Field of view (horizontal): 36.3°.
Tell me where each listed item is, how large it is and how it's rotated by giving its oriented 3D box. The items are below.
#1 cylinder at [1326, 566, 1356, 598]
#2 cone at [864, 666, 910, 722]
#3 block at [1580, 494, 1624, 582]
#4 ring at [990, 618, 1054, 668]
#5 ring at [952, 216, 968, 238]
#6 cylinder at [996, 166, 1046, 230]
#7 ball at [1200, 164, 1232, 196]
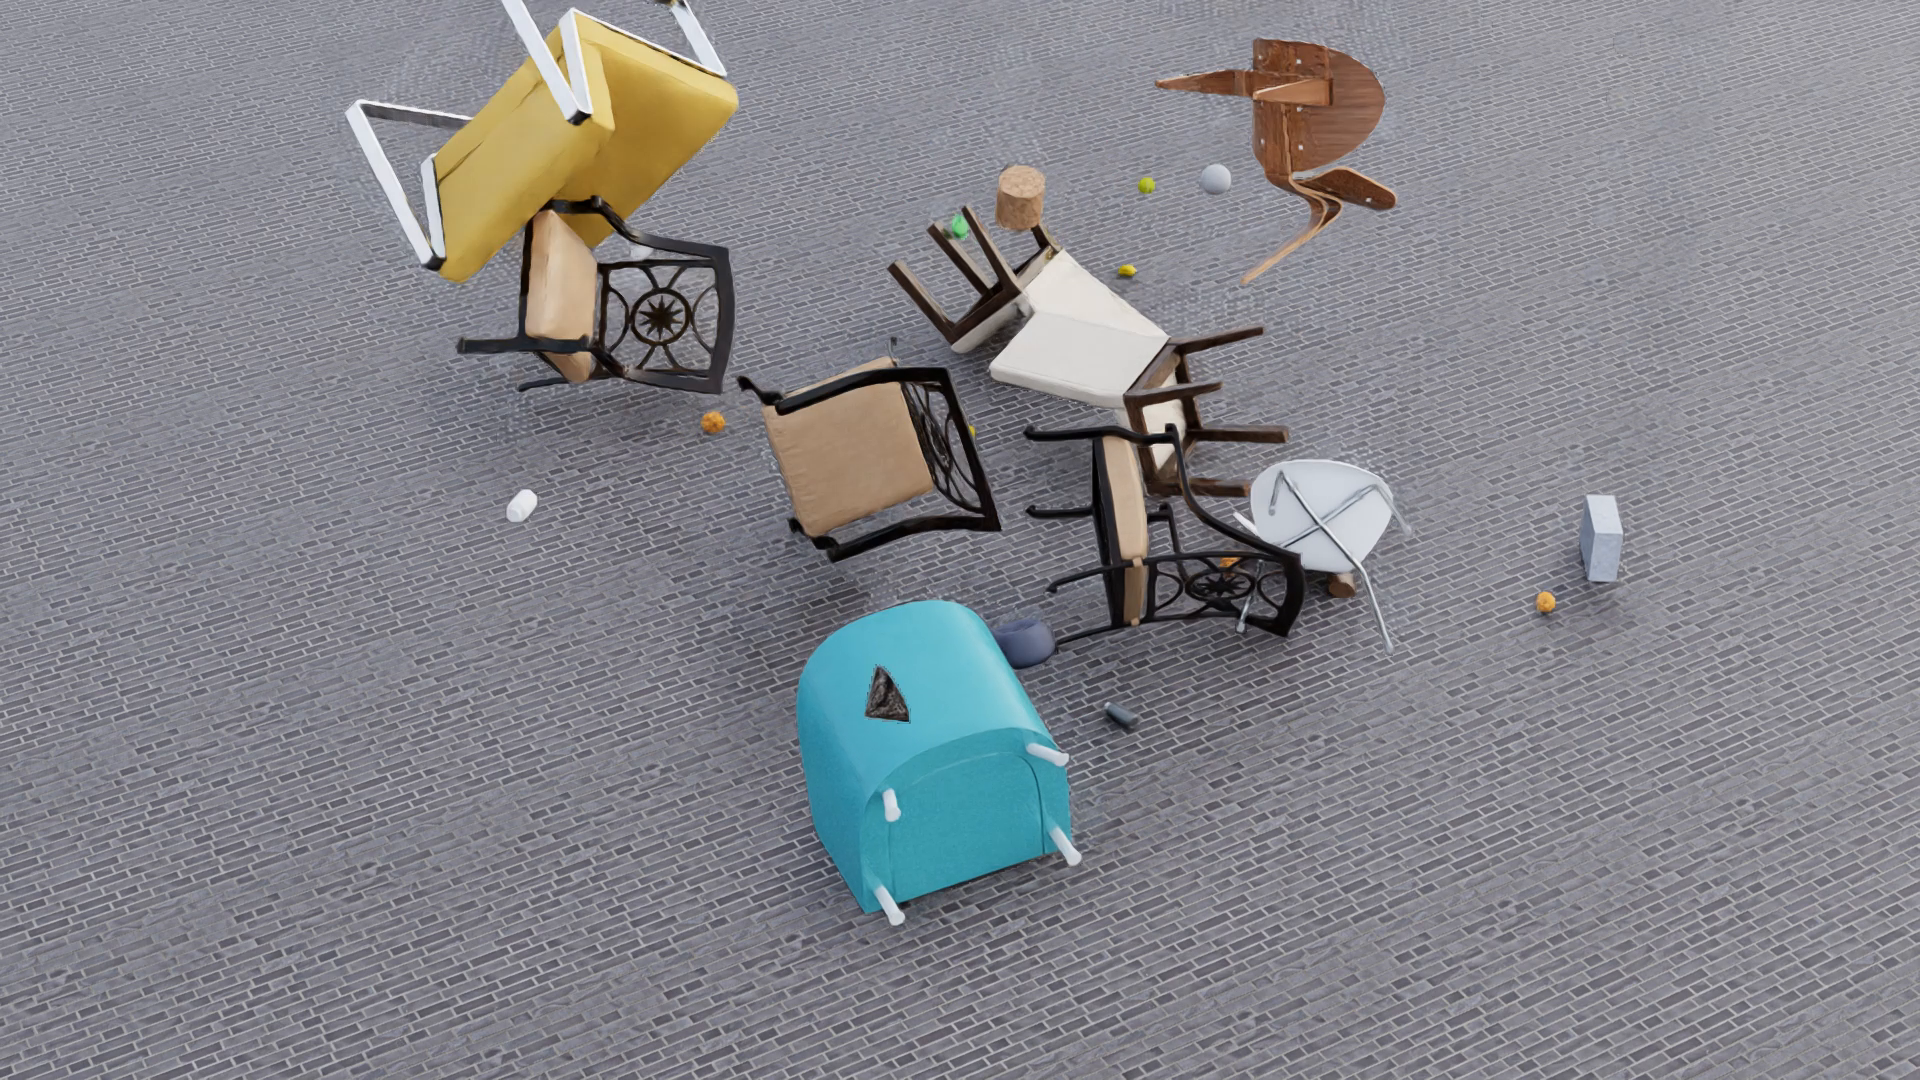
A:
[{"bbox_3d":[1.383,0.151,10.650,0.100,0.064,0.112,19,32,-11],"label":"cylinder"},{"bbox_3d":[-0.236,0.479,8.493,0.111,0.208,0.115,-36,31,-16],"label":"cone"},{"bbox_3d":[2.354,-0.007,10.763,0.102,0.211,0.255,2,33,3],"label":"block"},{"bbox_3d":[0.208,0.349,9.854,0.192,0.129,0.261,-25,14,-31],"label":"ring"},{"bbox_3d":[-0.001,-1.315,12.308,0.062,0.057,0.180,-21,20,15],"label":"ring"},{"bbox_3d":[0.245,-1.391,11.934,0.189,0.177,0.199,19,49,12],"label":"cylinder"},{"bbox_3d":[1.083,-1.525,12.406,0.131,0.131,0.131,0,33,0],"label":"ball"}]
